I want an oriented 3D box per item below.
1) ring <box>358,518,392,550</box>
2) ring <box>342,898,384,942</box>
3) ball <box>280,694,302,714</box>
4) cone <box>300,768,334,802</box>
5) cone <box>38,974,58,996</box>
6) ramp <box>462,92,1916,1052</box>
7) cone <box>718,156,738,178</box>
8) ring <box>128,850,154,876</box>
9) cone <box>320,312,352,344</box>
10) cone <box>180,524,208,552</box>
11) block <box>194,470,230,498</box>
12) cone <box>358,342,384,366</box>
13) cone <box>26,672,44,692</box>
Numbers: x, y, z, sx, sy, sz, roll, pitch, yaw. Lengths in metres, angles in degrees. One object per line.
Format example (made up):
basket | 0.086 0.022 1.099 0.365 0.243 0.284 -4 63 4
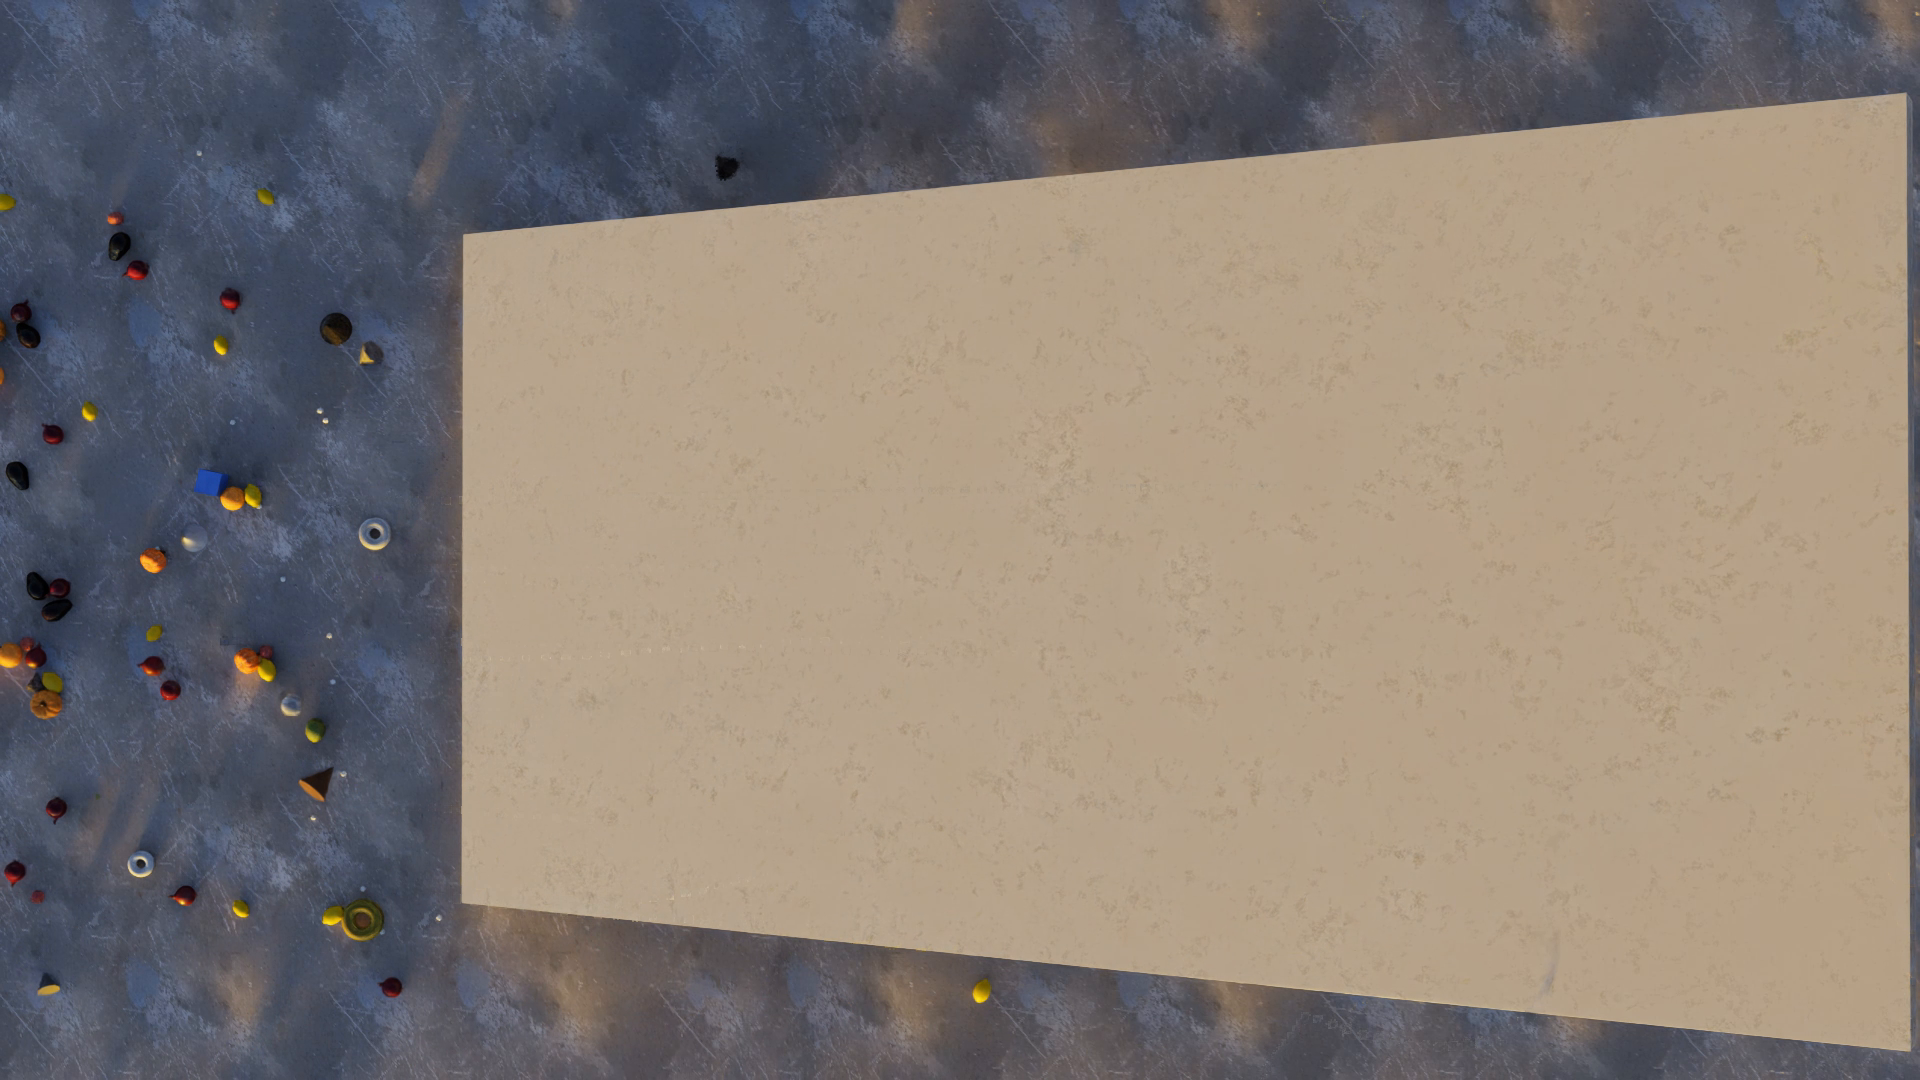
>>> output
ring | -1.770 -0.019 6.653 0.098 0.033 0.098 0 90 -1
ring | -1.802 1.147 6.637 0.128 0.043 0.128 0 90 -1
ball | -2.016 0.496 6.633 0.062 0.062 0.062 0 89 0
cone | -1.924 0.722 6.639 0.098 0.098 0.098 38 63 0
cone | -2.761 1.333 6.642 0.062 0.062 0.062 -27 63 0
ramp | 0.270 0.075 5.628 4.000 0.100 2.000 0 89 30
cone | -0.719 -1.145 6.665 0.067 0.067 0.067 -39 62 0
ring | -2.475 0.979 6.646 0.081 0.027 0.081 0 91 0
cone | -1.894 -0.642 6.626 0.098 0.098 0.098 0 89 0
cone | -2.323 -0.007 6.626 0.085 0.085 0.085 0 89 0
block | -2.258 -0.172 6.636 0.069 0.069 0.069 13 89 0
cone | -1.797 -0.547 6.657 0.075 0.075 0.075 -35 89 26
cone | -2.794 0.422 6.652 0.054 0.054 0.054 -8 60 0
